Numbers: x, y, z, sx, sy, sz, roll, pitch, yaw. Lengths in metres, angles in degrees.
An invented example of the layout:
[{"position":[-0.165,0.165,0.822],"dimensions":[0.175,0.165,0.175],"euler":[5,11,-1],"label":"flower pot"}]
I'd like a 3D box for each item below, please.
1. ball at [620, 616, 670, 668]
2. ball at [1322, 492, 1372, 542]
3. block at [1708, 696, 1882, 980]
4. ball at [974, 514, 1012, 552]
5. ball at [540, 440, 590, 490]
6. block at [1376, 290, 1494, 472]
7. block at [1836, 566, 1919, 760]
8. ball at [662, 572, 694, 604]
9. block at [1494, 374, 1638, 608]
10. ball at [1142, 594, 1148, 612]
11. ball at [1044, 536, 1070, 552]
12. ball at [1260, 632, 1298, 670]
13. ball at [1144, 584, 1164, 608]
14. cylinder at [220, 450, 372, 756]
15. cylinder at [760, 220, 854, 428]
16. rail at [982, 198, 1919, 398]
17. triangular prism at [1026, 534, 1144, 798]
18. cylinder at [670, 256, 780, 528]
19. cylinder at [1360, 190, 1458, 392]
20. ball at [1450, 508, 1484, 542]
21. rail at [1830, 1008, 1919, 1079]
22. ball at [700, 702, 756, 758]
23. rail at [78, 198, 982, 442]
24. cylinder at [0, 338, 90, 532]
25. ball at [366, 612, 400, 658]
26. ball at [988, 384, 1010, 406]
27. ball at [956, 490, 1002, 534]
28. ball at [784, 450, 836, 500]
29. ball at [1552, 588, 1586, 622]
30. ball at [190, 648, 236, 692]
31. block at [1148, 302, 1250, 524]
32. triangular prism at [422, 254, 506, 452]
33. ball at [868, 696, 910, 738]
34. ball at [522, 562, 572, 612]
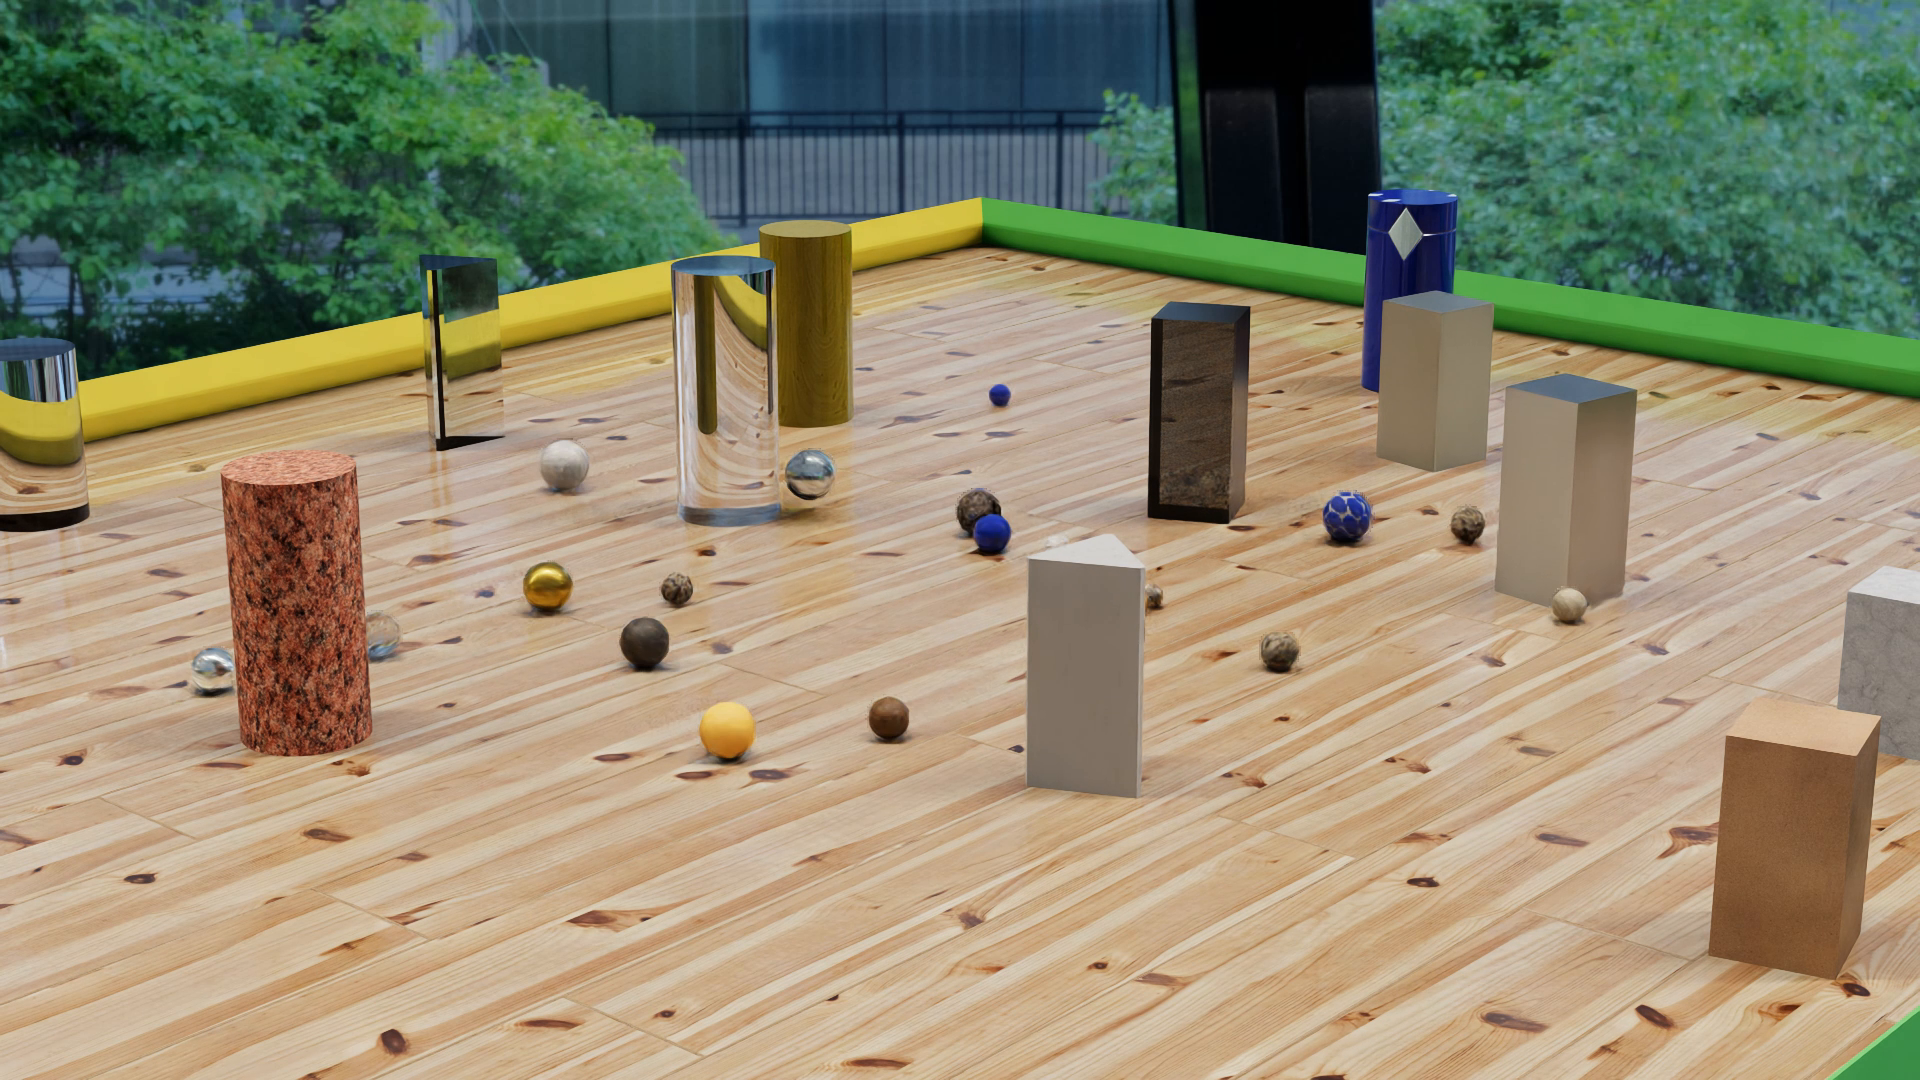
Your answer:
[{"position":[-0.512,0.166,4.760],"dimensions":[0.082,0.082,0.082],"euler":[0,17,0],"label":"ball"},{"position":[0.718,-0.044,5.437],"dimensions":[0.092,0.092,0.092],"euler":[0,17,0],"label":"ball"},{"position":[1.052,0.374,3.697],"dimensions":[0.157,0.297,0.157],"euler":[8,19,26],"label":"block"},{"position":[0.059,-0.012,5.370],"dimensions":[0.070,0.070,0.070],"euler":[0,17,0],"label":"ball"},{"position":[-0.778,-0.147,5.768],"dimensions":[0.098,0.098,0.098],"euler":[0,17,0],"label":"ball"},{"position":[0.965,-0.324,5.959],"dimensions":[0.157,0.327,0.157],"euler":[-13,21,-37],"label":"block"},{"position":[1.431,0.186,4.416],"dimensions":[0.157,0.241,0.157],"euler":[12,20,34],"label":"block"},{"position":[-0.490,0.084,5.077],"dimensions":[0.055,0.055,0.055],"euler":[0,17,0],"label":"ball"},{"position":[1.051,-0.084,5.090],"dimensions":[0.157,0.370,0.157],"euler":[-13,21,-37],"label":"block"},{"position":[0.303,0.106,5.026],"dimensions":[0.042,0.042,0.042],"euler":[0,17,0],"label":"ball"},{"position":[0.177,0.015,5.321],"dimensions":[0.047,0.047,0.047],"euler":[0,17,0],"label":"ball"},{"position":[0.517,0.179,4.750],"dimensions":[0.062,0.062,0.062],"euler":[0,17,0],"label":"ball"},{"position":[0.331,0.096,5.063],"dimensions":[0.040,0.040,0.040],"euler":[0,17,0],"label":"ball"},{"position":[-0.996,0.093,4.412],"dimensions":[0.197,0.421,0.197],"euler":[0,17,0],"label":"cylinder"},{"position":[-0.328,-0.464,6.279],"dimensions":[0.197,0.411,0.197],"euler":[0,17,0],"label":"cylinder"},{"position":[1.600,-0.500,6.885],"dimensions":[4.123,0.128,0.045],"euler":[14,22,39],"label":"rail"},{"position":[0.198,0.177,4.261],"dimensions":[0.170,0.347,0.148],"euler":[5,17,16],"label":"triangular prism"},{"position":[-0.443,-0.283,5.556],"dimensions":[0.197,0.482,0.197],"euler":[0,17,0],"label":"cylinder"},{"position":[1.002,-0.554,6.547],"dimensions":[0.197,0.429,0.197],"euler":[0,17,0],"label":"cylinder"},{"position":[0.941,-0.029,5.439],"dimensions":[0.064,0.064,0.064],"euler":[0,17,0],"label":"ball"},{"position":[1.539,0.418,3.841],"dimensions":[0.045,0.128,4.929],"euler":[14,22,39],"label":"rail"},{"position":[-0.346,0.283,4.367],"dimensions":[0.084,0.084,0.084],"euler":[0,17,0],"label":"ball"},{"position":[-1.539,-0.354,6.399],"dimensions":[0.045,0.128,4.929],"euler":[14,22,39],"label":"rail"},{"position":[-1.762,-0.200,5.546],"dimensions":[0.197,0.329,0.197],"euler":[0,17,0],"label":"cylinder"},{"position":[-0.954,0.156,4.804],"dimensions":[0.074,0.074,0.074],"euler":[0,17,0],"label":"ball"},{"position":[0.087,-0.318,6.422],"dimensions":[0.048,0.048,0.048],"euler":[0,17,0],"label":"ball"},{"position":[0.036,-0.051,5.475],"dimensions":[0.084,0.084,0.084],"euler":[0,17,0],"label":"ball"},{"position":[-0.286,-0.124,5.589],"dimensions":[0.097,0.097,0.097],"euler":[0,17,0],"label":"ball"},{"position":[1.035,0.111,4.983],"dimensions":[0.059,0.059,0.059],"euler":[0,17,0],"label":"ball"},{"position":[-1.182,0.206,4.644],"dimensions":[0.071,0.071,0.071],"euler":[0,17,0],"label":"ball"},{"position":[0.455,-0.244,5.586],"dimensions":[0.157,0.389,0.157],"euler":[5,17,16],"label":"block"},{"position":[-1.070,-0.397,6.112],"dimensions":[0.148,0.380,0.170],"euler":[16,23,43],"label":"triangular prism"},{"position":[-0.108,0.269,4.447],"dimensions":[0.064,0.064,0.064],"euler":[0,17,0],"label":"ball"},{"position":[-0.709,0.080,5.039],"dimensions":[0.086,0.086,0.086],"euler":[0,17,0],"label":"ball"}]
